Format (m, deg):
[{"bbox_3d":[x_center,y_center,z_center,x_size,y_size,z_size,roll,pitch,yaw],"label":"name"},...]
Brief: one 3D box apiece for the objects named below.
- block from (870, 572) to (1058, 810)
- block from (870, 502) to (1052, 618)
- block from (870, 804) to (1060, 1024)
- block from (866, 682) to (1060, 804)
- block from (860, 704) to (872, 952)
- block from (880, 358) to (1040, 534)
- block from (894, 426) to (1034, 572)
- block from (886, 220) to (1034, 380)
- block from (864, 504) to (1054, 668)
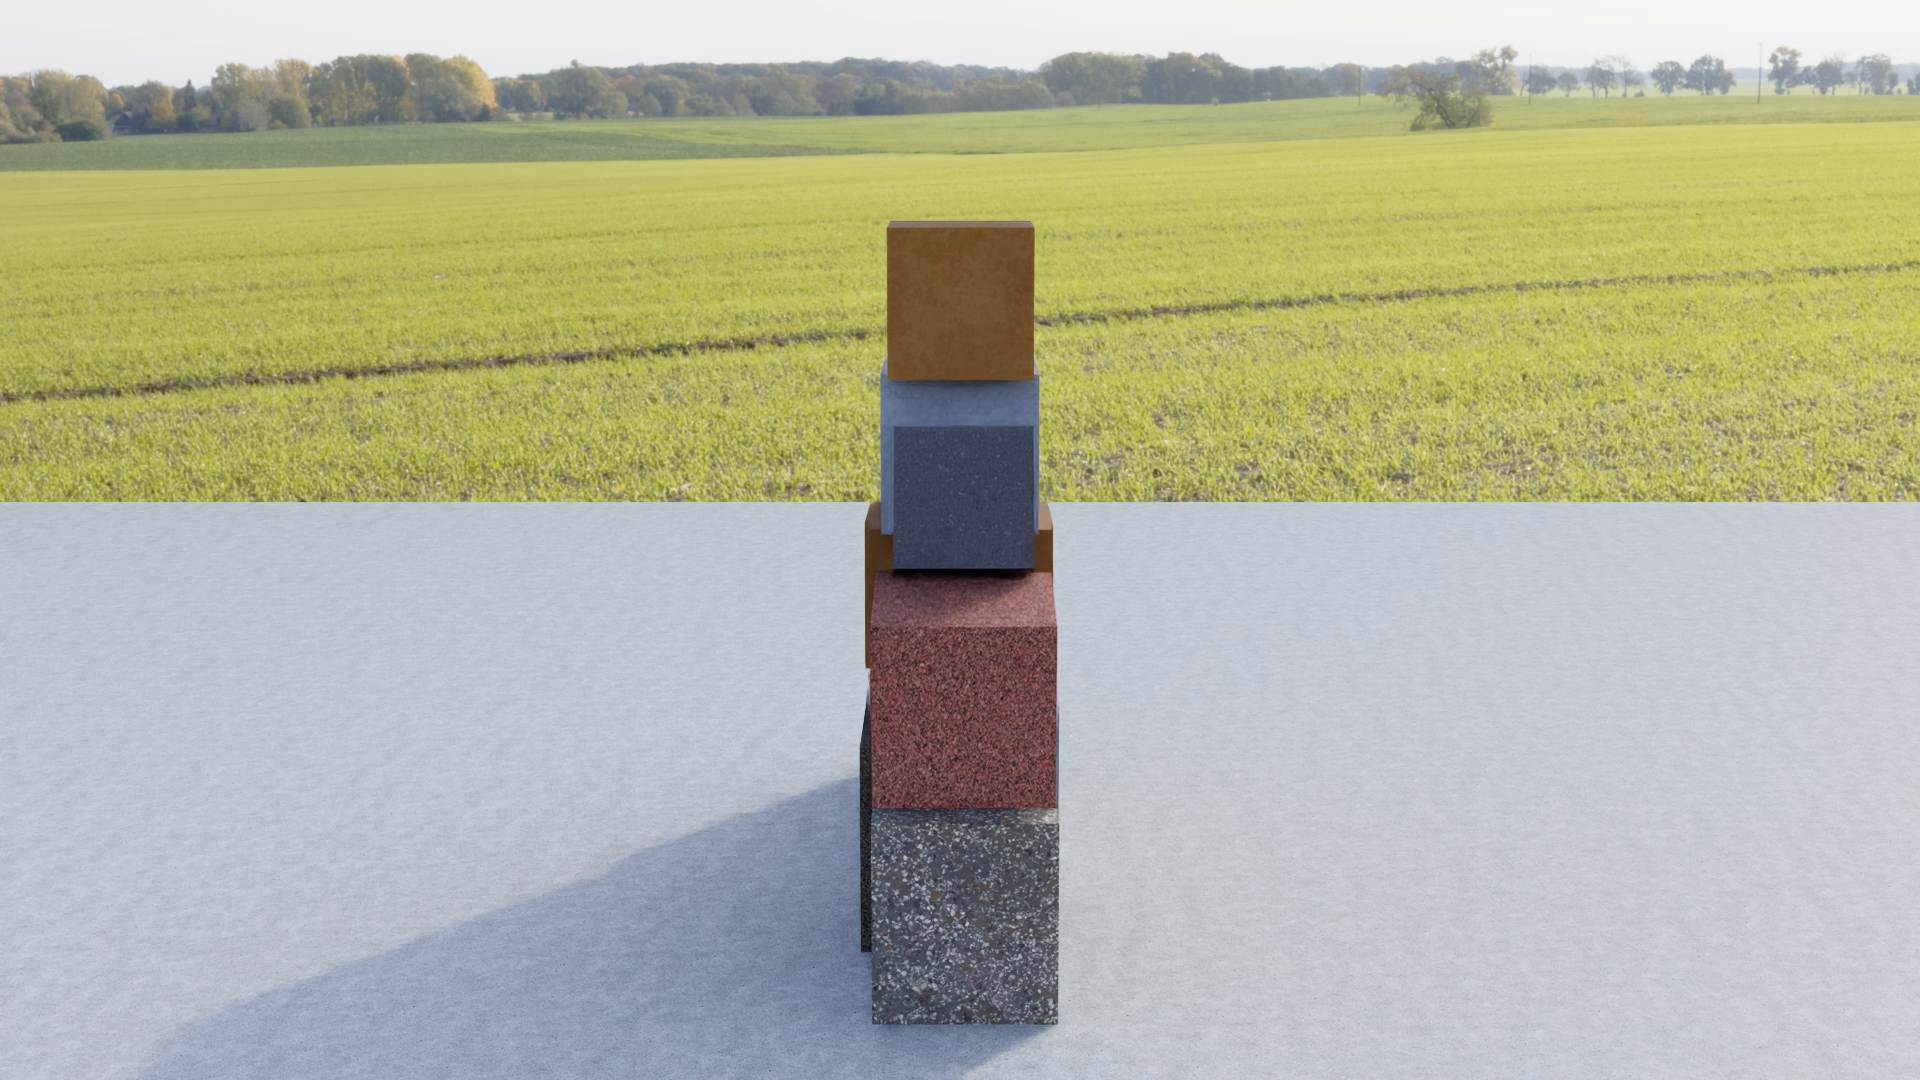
[{"bbox_3d":[0.014,0.568,9.855,0.690,0.724,0.667,0,17,0],"label":"block"},{"bbox_3d":[0.003,0.274,11.159,0.764,0.772,0.735,0,10,0],"label":"block"},{"bbox_3d":[0.019,1.357,9.918,0.696,0.779,0.794,0,10,0],"label":"block"},{"bbox_3d":[0.010,1.044,11.463,0.829,0.845,0.844,0,10,0],"label":"block"},{"bbox_3d":[-0.013,1.184,10.675,0.776,0.851,0.736,0,10,0],"label":"block"},{"bbox_3d":[0.000,-0.404,10.872,0.651,0.663,0.653,0,10,0],"label":"block"},{"bbox_3d":[0.015,-0.140,10.238,0.543,0.559,0.560,0,-5,0],"label":"block"},{"bbox_3d":[0.003,-0.992,10.540,0.588,0.608,0.584,0,10,0],"label":"block"},{"bbox_3d":[-0.005,0.203,11.915,0.846,0.662,0.737,0,8,0],"label":"block"}]
